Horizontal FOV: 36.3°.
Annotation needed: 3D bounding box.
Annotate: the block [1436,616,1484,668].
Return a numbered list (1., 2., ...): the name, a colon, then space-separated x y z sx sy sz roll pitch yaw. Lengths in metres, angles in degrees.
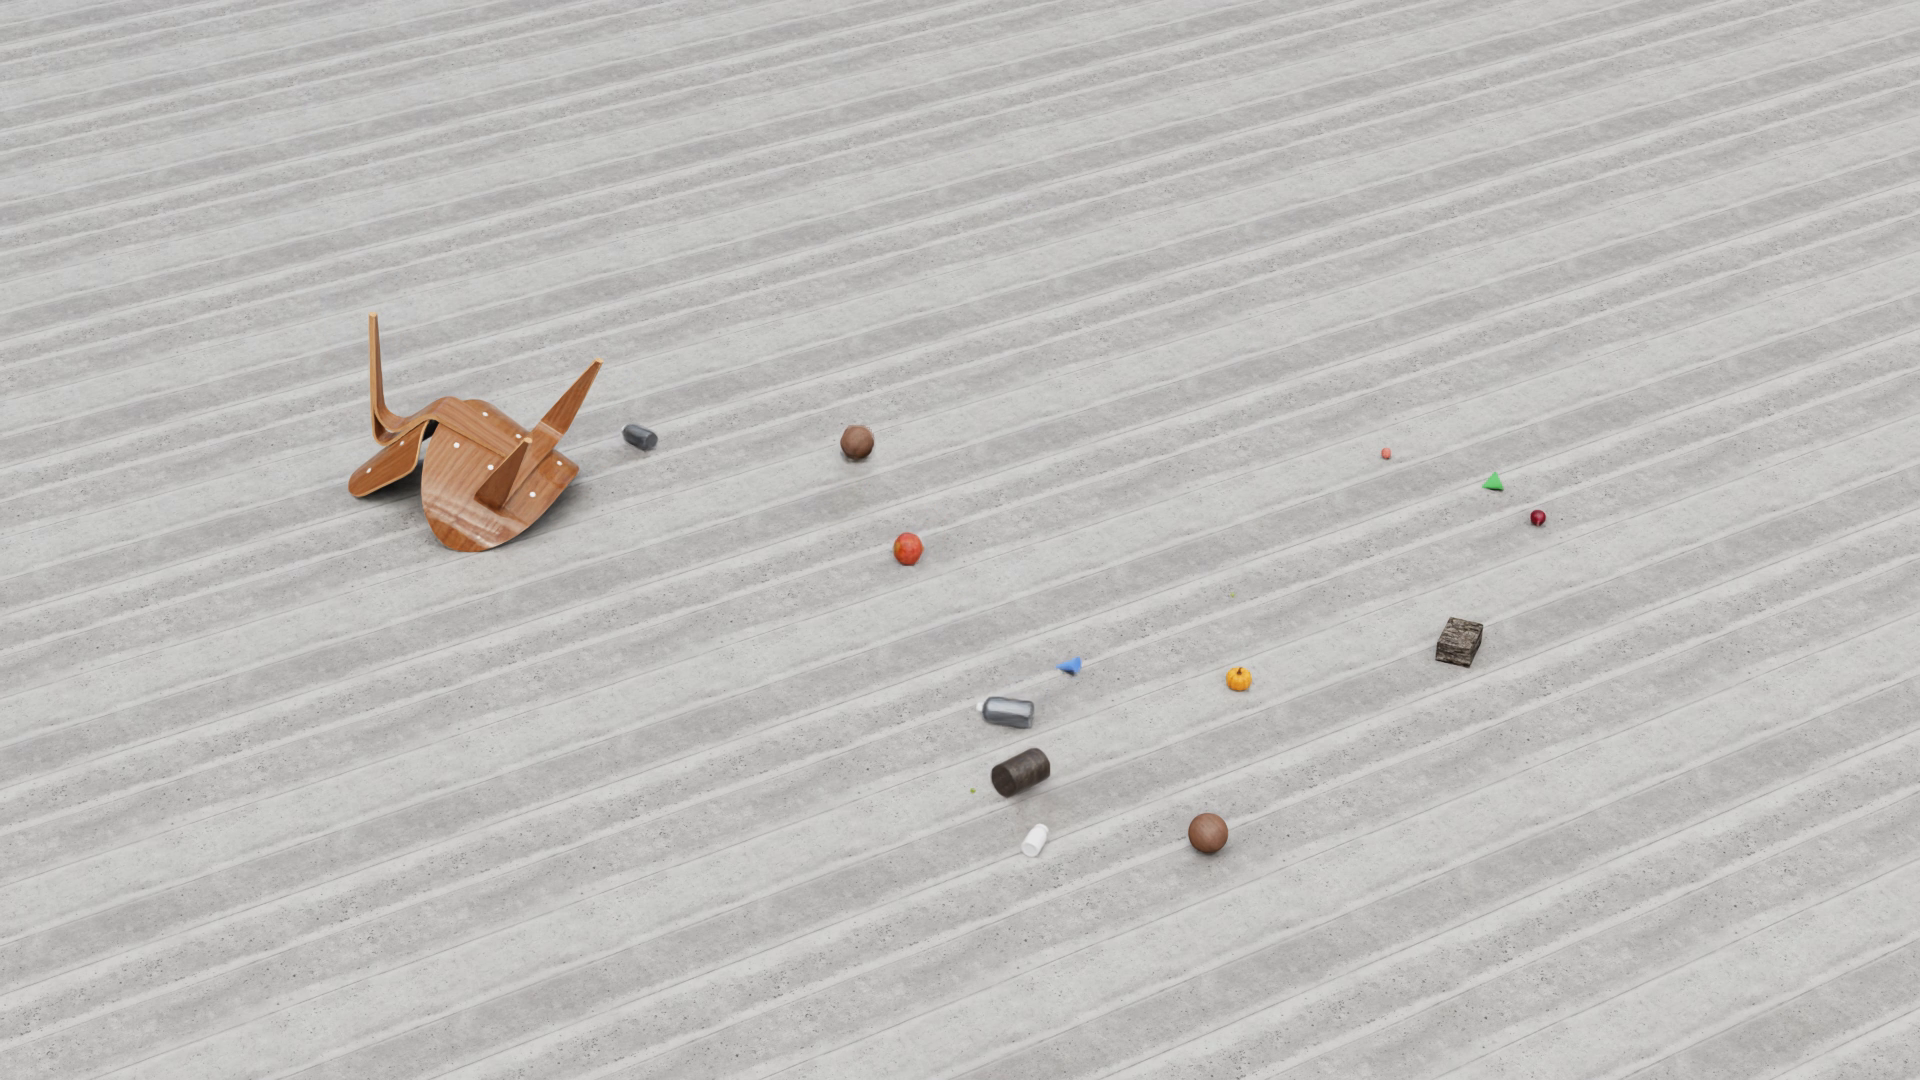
1. block: 1.759 0.360 10.325 0.122 0.081 0.168 13 36 19

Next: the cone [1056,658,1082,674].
1. cone: 0.370 0.443 10.249 0.086 0.049 0.085 -6 11 23

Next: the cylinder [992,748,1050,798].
1. cylinder: 0.201 0.767 9.665 0.152 0.137 0.114 -23 82 -31

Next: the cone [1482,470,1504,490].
1. cone: 2.034 -0.215 11.245 0.076 0.062 0.100 -22 39 7
